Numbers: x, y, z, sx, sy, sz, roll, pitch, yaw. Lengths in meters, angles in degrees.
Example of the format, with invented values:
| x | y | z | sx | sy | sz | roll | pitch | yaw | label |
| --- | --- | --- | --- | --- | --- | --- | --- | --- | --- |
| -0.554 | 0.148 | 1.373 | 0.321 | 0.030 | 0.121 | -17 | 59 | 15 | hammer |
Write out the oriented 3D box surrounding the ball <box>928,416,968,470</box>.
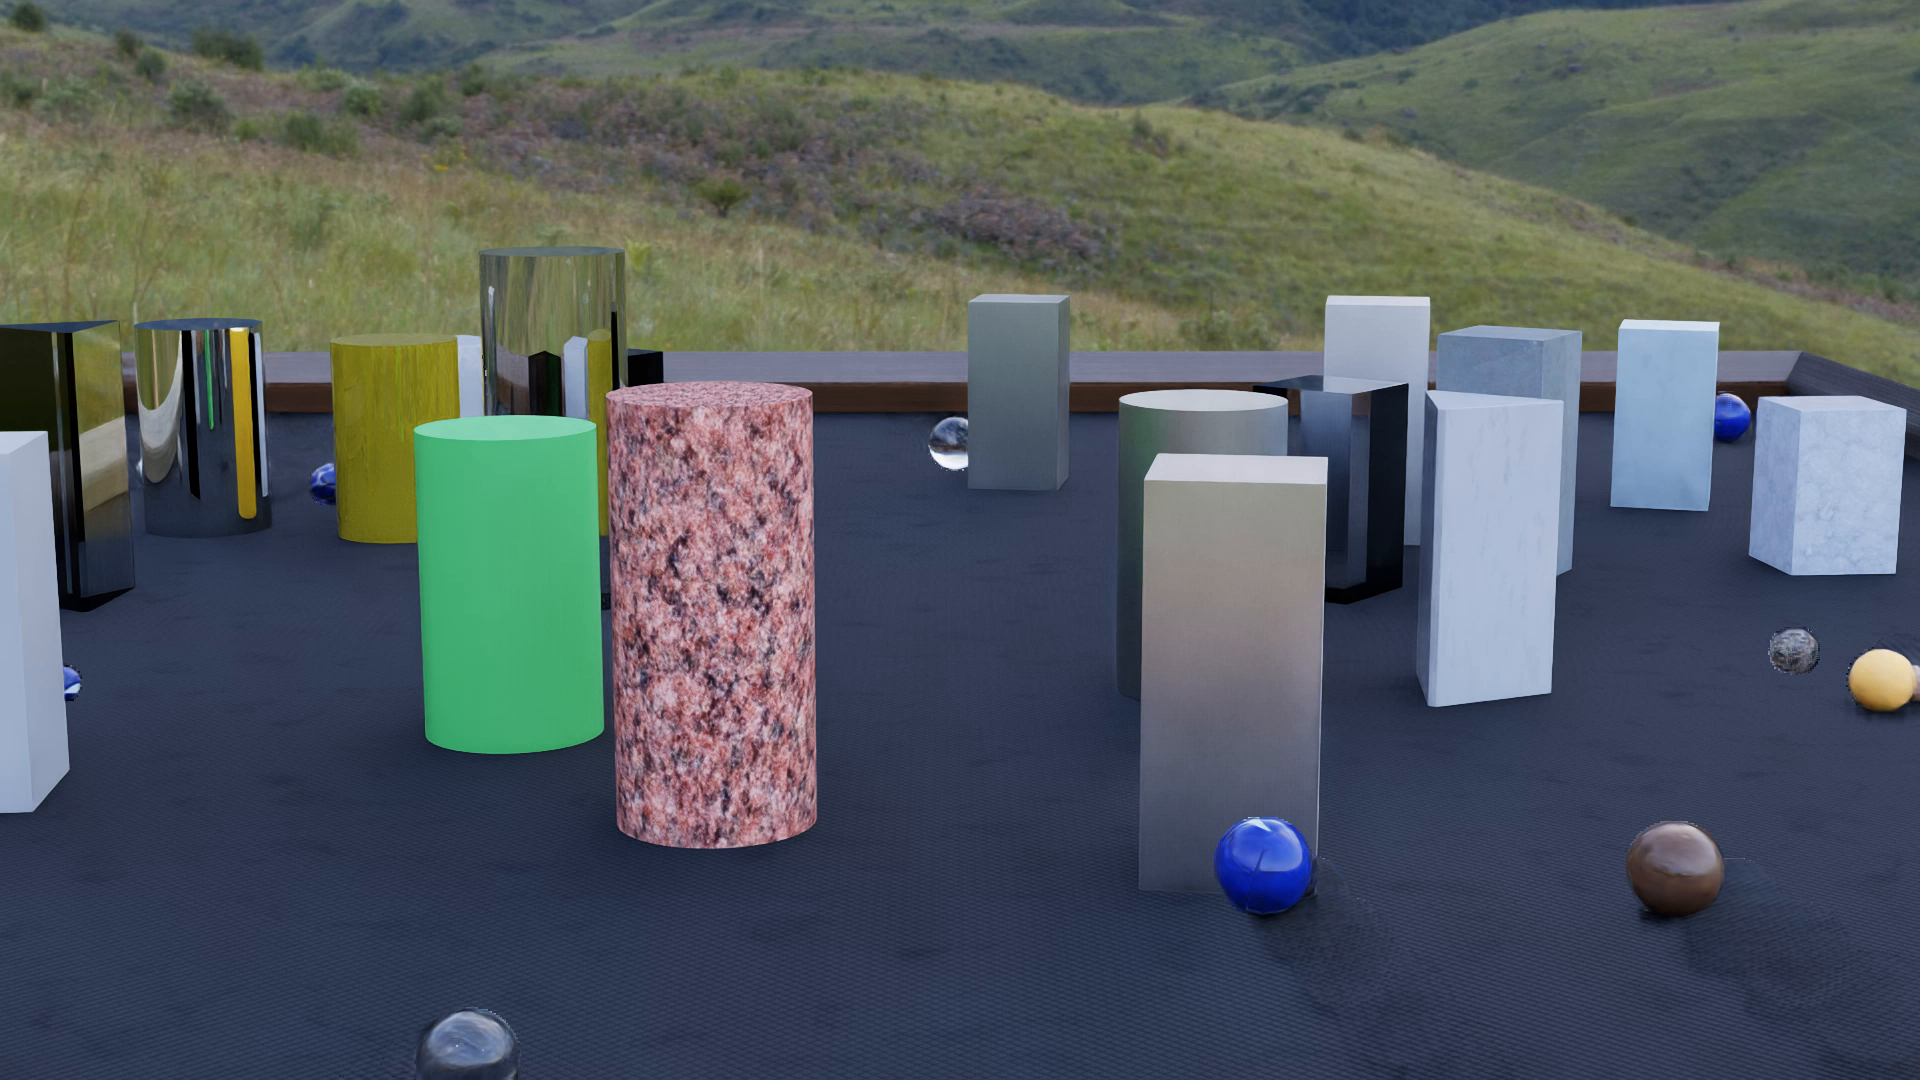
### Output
| x | y | z | sx | sy | sz | roll | pitch | yaw | label |
| --- | --- | --- | --- | --- | --- | --- | --- | --- | --- |
| -0.008 | -0.175 | 4.618 | 0.096 | 0.096 | 0.096 | 0 | 11 | 0 | ball |

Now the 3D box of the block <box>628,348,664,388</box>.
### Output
| x | y | z | sx | sy | sz | roll | pitch | yaw | label |
| --- | --- | --- | --- | --- | --- | --- | --- | --- | --- |
| -0.612 | -0.194 | 4.348 | 0.156 | 0.248 | 0.156 | 8 | 13 | 35 | block |

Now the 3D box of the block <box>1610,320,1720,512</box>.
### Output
| x | y | z | sx | sy | sz | roll | pitch | yaw | label |
| --- | --- | --- | --- | --- | --- | --- | --- | --- | --- |
| 1.183 | -0.212 | 4.304 | 0.156 | 0.298 | 0.156 | 3 | 11 | 17 | block |

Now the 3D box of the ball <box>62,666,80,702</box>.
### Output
| x | y | z | sx | sy | sz | roll | pitch | yaw | label |
| --- | --- | --- | --- | --- | --- | --- | --- | --- | --- |
| -1.039 | 0.166 | 2.967 | 0.042 | 0.042 | 0.042 | 0 | 11 | 0 | ball |

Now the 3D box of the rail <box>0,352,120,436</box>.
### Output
| x | y | z | sx | sy | sz | roll | pitch | yaw | label |
| --- | --- | --- | --- | --- | --- | --- | --- | --- | --- |
| -1.773 | 0.035 | 3.439 | 0.045 | 0.127 | 4.043 | 0 | 11 | 0 | rail |

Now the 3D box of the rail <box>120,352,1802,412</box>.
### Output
| x | y | z | sx | sy | sz | roll | pitch | yaw | label |
| --- | --- | --- | --- | --- | --- | --- | --- | --- | --- |
| -0.012 | -0.332 | 5.413 | 3.594 | 0.127 | 0.045 | 0 | 11 | 0 | rail |

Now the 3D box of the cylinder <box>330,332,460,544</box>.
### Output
| x | y | z | sx | sy | sz | roll | pitch | yaw | label |
| --- | --- | --- | --- | --- | --- | --- | --- | --- | --- |
| -0.880 | -0.162 | 4.017 | 0.195 | 0.305 | 0.195 | 0 | 11 | 0 | cylinder |

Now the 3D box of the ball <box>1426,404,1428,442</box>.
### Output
| x | y | z | sx | sy | sz | roll | pitch | yaw | label |
| --- | --- | --- | --- | --- | --- | --- | --- | --- | --- |
| 0.930 | -0.228 | 4.942 | 0.096 | 0.096 | 0.096 | 0 | 11 | 0 | ball |

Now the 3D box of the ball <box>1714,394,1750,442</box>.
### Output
| x | y | z | sx | sy | sz | roll | pitch | yaw | label |
| --- | --- | --- | --- | --- | --- | --- | --- | --- | --- |
| 1.498 | -0.240 | 5.017 | 0.093 | 0.093 | 0.093 | 0 | 11 | 0 | ball |

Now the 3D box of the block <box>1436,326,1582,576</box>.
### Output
| x | y | z | sx | sy | sz | roll | pitch | yaw | label |
| --- | --- | --- | --- | --- | --- | --- | --- | --- | --- |
| 0.786 | -0.125 | 3.696 | 0.156 | 0.348 | 0.156 | 7 | 12 | 32 | block |

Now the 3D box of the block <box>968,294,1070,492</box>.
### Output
| x | y | z | sx | sy | sz | roll | pitch | yaw | label |
| --- | --- | --- | --- | --- | --- | --- | --- | --- | --- |
| 0.104 | -0.261 | 4.494 | 0.156 | 0.325 | 0.156 | 2 | 11 | 10 | block |

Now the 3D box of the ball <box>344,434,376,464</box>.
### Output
| x | y | z | sx | sy | sz | roll | pitch | yaw | label |
| --- | --- | --- | --- | --- | --- | --- | --- | --- | --- |
| -1.106 | -0.168 | 4.727 | 0.057 | 0.057 | 0.057 | 0 | 11 | 0 | ball |

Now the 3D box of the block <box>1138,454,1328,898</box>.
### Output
| x | y | z | sx | sy | sz | roll | pitch | yaw | label |
| --- | --- | --- | --- | --- | --- | --- | --- | --- | --- |
| 0.249 | 0.118 | 2.323 | 0.156 | 0.371 | 0.156 | 2 | 11 | 8 | block |

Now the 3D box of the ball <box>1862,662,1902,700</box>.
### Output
| x | y | z | sx | sy | sz | roll | pitch | yaw | label |
| --- | --- | --- | --- | --- | --- | --- | --- | --- | --- |
| 1.049 | 0.160 | 2.918 | 0.042 | 0.042 | 0.042 | 0 | 11 | 0 | ball |

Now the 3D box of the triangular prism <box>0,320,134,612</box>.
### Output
| x | y | z | sx | sy | sz | roll | pitch | yaw | label |
| --- | --- | --- | --- | --- | --- | --- | --- | --- | --- |
| -1.207 | -0.108 | 3.526 | 0.169 | 0.377 | 0.147 | 7 | 13 | 33 | triangular prism |

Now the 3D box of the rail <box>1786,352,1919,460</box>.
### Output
| x | y | z | sx | sy | sz | roll | pitch | yaw | label |
| --- | --- | --- | --- | --- | --- | --- | --- | --- | --- |
| 1.773 | 0.031 | 3.459 | 0.045 | 0.127 | 4.043 | 0 | 11 | 0 | rail |

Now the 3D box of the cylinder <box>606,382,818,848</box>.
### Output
| x | y | z | sx | sy | sz | roll | pitch | yaw | label |
| --- | --- | --- | --- | --- | --- | --- | --- | --- | --- |
| -0.238 | 0.067 | 2.471 | 0.195 | 0.418 | 0.195 | 0 | 11 | 0 | cylinder |

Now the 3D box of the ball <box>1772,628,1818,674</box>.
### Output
| x | y | z | sx | sy | sz | roll | pitch | yaw | label |
| --- | --- | --- | --- | --- | --- | --- | --- | --- | --- |
| 1.009 | 0.135 | 3.102 | 0.055 | 0.055 | 0.055 | 0 | 11 | 0 | ball |

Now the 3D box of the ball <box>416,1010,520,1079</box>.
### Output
| x | y | z | sx | sy | sz | roll | pitch | yaw | label |
| --- | --- | --- | --- | --- | --- | --- | --- | --- | --- |
| -0.346 | 0.367 | 1.803 | 0.072 | 0.072 | 0.072 | 0 | 11 | 0 | ball |

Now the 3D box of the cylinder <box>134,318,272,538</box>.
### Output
| x | y | z | sx | sy | sz | roll | pitch | yaw | label |
| --- | --- | --- | --- | --- | --- | --- | --- | --- | --- |
| -1.196 | -0.180 | 4.060 | 0.195 | 0.324 | 0.195 | 0 | 11 | 0 | cylinder |

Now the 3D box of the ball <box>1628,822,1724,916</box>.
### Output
| x | y | z | sx | sy | sz | roll | pitch | yaw | label |
| --- | --- | --- | --- | --- | --- | --- | --- | --- | --- |
| 0.619 | 0.285 | 2.220 | 0.081 | 0.081 | 0.081 | 0 | 11 | 0 | ball |

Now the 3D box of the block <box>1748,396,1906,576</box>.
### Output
| x | y | z | sx | sy | sz | roll | pitch | yaw | label |
| --- | --- | --- | --- | --- | --- | --- | --- | --- | --- |
| 1.271 | -0.082 | 3.765 | 0.156 | 0.239 | 0.156 | -1 | 11 | -5 | block |

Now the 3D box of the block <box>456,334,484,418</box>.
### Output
| x | y | z | sx | sy | sz | roll | pitch | yaw | label |
| --- | --- | --- | --- | --- | --- | --- | --- | --- | --- |
| -0.863 | -0.207 | 4.373 | 0.156 | 0.263 | 0.156 | -10 | 14 | -43 | block |

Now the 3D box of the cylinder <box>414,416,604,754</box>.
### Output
| x | y | z | sx | sy | sz | roll | pitch | yaw | label |
| --- | --- | --- | --- | --- | --- | --- | --- | --- | --- |
| -0.492 | 0.045 | 2.810 | 0.195 | 0.339 | 0.195 | 0 | 11 | 0 | cylinder |

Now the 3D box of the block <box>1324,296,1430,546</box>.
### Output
| x | y | z | sx | sy | sz | roll | pitch | yaw | label |
| --- | --- | --- | --- | --- | --- | --- | --- | --- | --- |
| 0.645 | -0.189 | 3.989 | 0.156 | 0.367 | 0.156 | 2 | 11 | 9 | block |

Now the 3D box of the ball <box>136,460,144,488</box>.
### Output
| x | y | z | sx | sy | sz | roll | pitch | yaw | label |
| --- | --- | --- | --- | --- | --- | --- | --- | --- | --- |
| -1.390 | -0.116 | 4.429 | 0.064 | 0.064 | 0.064 | 0 | 11 | 0 | ball |

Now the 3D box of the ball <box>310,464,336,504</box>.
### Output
| x | y | z | sx | sy | sz | roll | pitch | yaw | label |
| --- | --- | --- | --- | --- | --- | --- | --- | --- | --- |
| -1.051 | -0.093 | 4.291 | 0.069 | 0.069 | 0.069 | 0 | 11 | 0 | ball |

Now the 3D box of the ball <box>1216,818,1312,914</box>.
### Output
| x | y | z | sx | sy | sz | roll | pitch | yaw | label |
| --- | --- | --- | --- | --- | --- | --- | --- | --- | --- |
| 0.263 | 0.283 | 2.225 | 0.083 | 0.083 | 0.083 | 0 | 11 | 0 | ball |

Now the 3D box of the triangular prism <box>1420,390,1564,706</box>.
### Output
| x | y | z | sx | sy | sz | roll | pitch | yaw | label |
| --- | --- | --- | --- | --- | --- | --- | --- | --- | --- |
| 0.588 | 0.004 | 3.015 | 0.169 | 0.344 | 0.147 | -5 | 12 | -24 | triangular prism |

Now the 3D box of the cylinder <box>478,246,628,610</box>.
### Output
| x | y | z | sx | sy | sz | roll | pitch | yaw | label |
| --- | --- | --- | --- | --- | --- | --- | --- | --- | --- |
| -0.548 | -0.153 | 3.490 | 0.195 | 0.479 | 0.195 | 0 | 11 | 0 | cylinder |

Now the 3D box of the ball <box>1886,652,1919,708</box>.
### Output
| x | y | z | sx | sy | sz | roll | pitch | yaw | label |
| --- | --- | --- | --- | --- | --- | --- | --- | --- | --- |
| 1.102 | 0.167 | 2.965 | 0.072 | 0.072 | 0.072 | 0 | 11 | 0 | ball |

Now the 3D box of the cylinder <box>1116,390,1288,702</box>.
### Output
| x | y | z | sx | sy | sz | roll | pitch | yaw | label |
| --- | --- | --- | --- | --- | --- | --- | --- | --- | --- |
| 0.282 | 0.007 | 3.002 | 0.195 | 0.343 | 0.195 | 0 | 11 | 0 | cylinder |

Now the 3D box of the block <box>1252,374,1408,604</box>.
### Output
| x | y | z | sx | sy | sz | roll | pitch | yaw | label |
| --- | --- | --- | --- | --- | --- | --- | --- | --- | --- |
| 0.514 | -0.074 | 3.582 | 0.156 | 0.289 | 0.156 | 8 | 13 | 38 | block |

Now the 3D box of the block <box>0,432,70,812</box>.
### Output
| x | y | z | sx | sy | sz | roll | pitch | yaw | label |
| --- | --- | --- | --- | --- | --- | --- | --- | --- | --- |
| -1.001 | 0.080 | 2.567 | 0.156 | 0.357 | 0.156 | -1 | 11 | -6 | block |
